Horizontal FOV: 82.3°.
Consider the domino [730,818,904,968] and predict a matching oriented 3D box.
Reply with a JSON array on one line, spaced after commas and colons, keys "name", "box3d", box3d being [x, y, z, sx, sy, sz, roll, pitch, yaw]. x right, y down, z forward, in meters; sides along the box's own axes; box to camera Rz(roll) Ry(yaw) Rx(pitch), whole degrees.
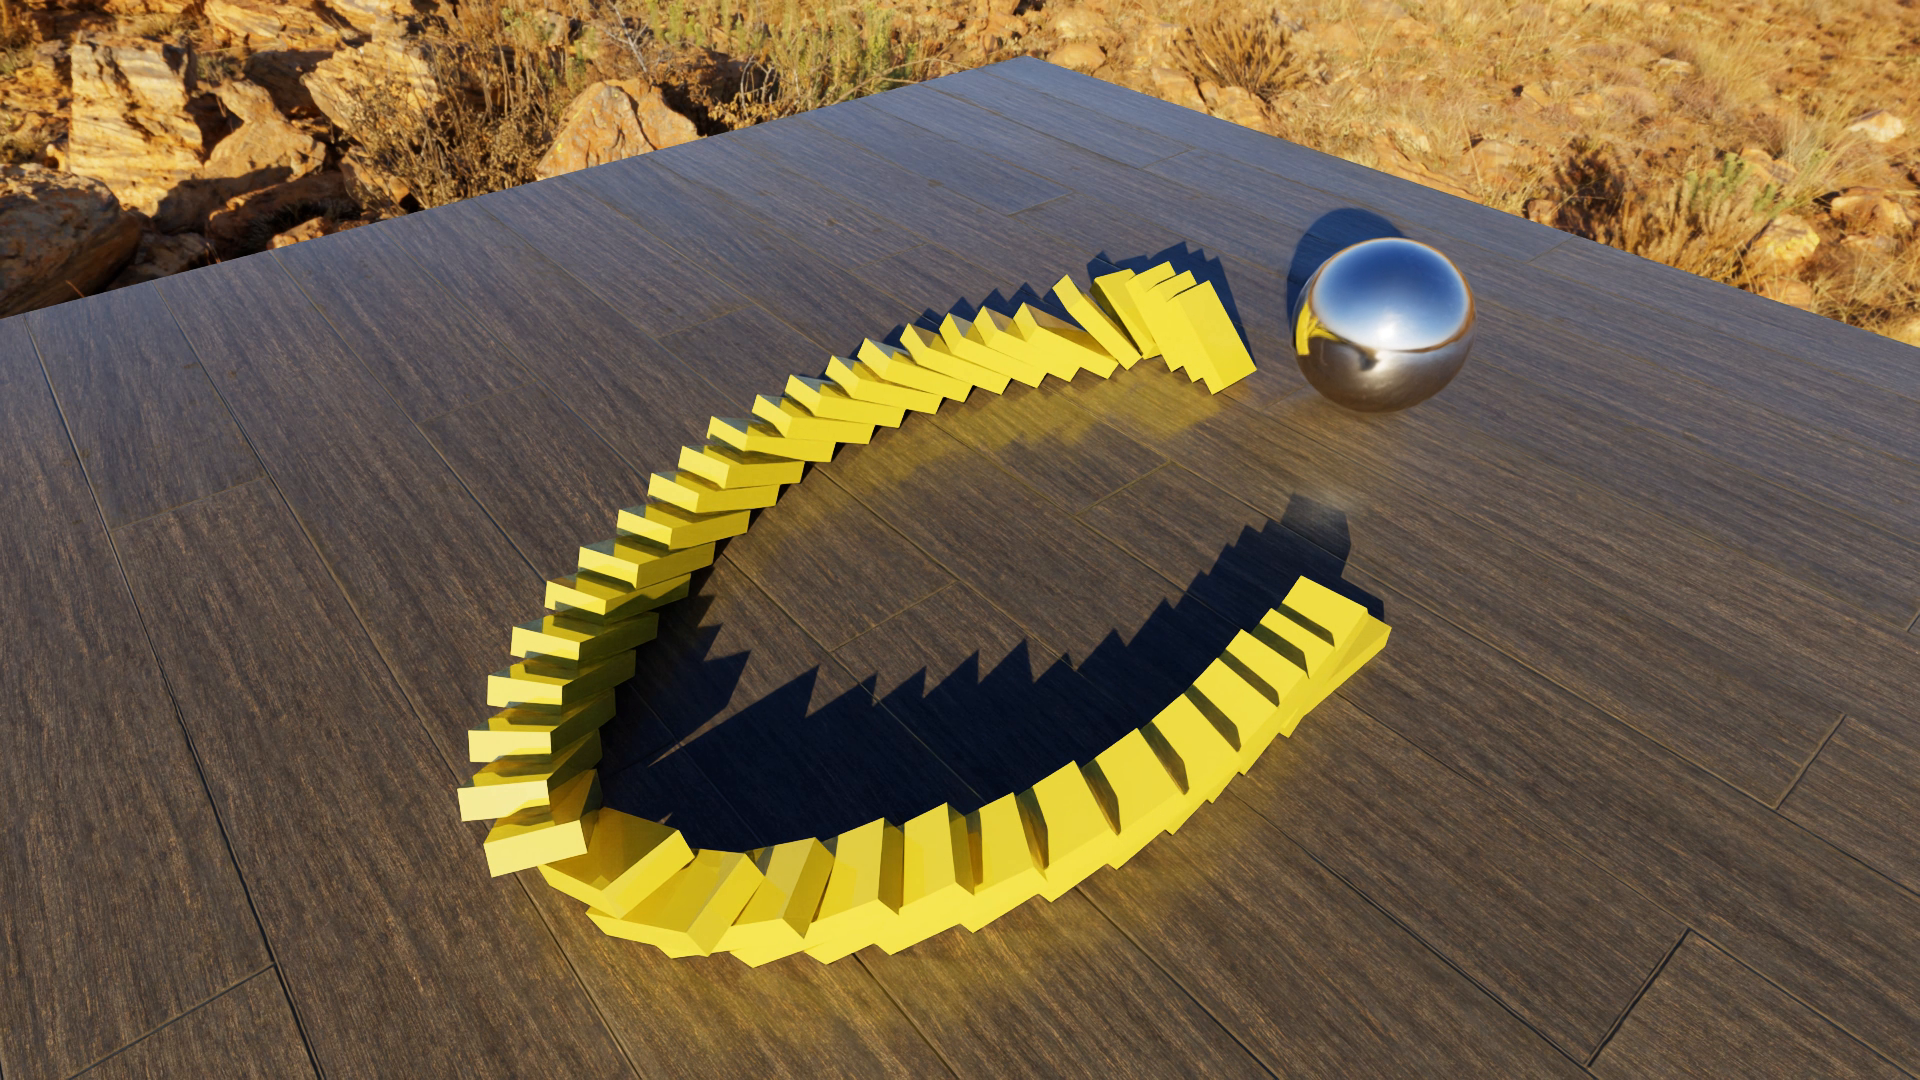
[{"name": "domino", "box3d": [-0.039, 0.097, 0.304, 0.050, 0.009, 0.025, -26, 35, 22]}]

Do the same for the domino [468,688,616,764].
[{"name": "domino", "box3d": [-0.132, 0.058, 0.352, 0.025, 0.009, 0.050, 0, 7, 4]}]

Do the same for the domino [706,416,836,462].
[{"name": "domino", "box3d": [-0.081, -0.044, 0.478, 0.025, 0.010, 0.050, 28, 19, 35]}]

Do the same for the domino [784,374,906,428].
[{"name": "domino", "box3d": [-0.052, -0.063, 0.502, 0.050, 0.010, 0.025, 2, 26, -47]}]

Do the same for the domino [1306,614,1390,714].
[{"name": "domino", "box3d": [0.129, 0.040, 0.395, 0.050, 0.010, 0.025, -30, 48, -31]}]

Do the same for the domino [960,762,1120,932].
[{"name": "domino", "box3d": [0.019, 0.088, 0.318, 0.050, 0.009, 0.025, -33, 43, 4]}]

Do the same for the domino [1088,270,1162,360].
[{"name": "domino", "box3d": [0.092, -0.118, 0.571, 0.025, 0.010, 0.050, -22, 66, -31]}]

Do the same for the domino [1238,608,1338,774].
[{"name": "domino", "box3d": [0.099, 0.050, 0.364, 0.025, 0.010, 0.050, 36, 80, 35]}]

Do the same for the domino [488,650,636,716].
[{"name": "domino", "box3d": [-0.132, 0.045, 0.368, 0.025, 0.010, 0.050, 7, 8, 9]}]

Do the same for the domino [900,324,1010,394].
[{"name": "domino", "box3d": [-0.002, -0.087, 0.531, 0.050, 0.009, 0.025, 14, 29, -34]}]

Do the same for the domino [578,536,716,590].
[{"name": "domino", "box3d": [-0.118, 0.006, 0.418, 0.025, 0.010, 0.050, 15, 14, 17]}]

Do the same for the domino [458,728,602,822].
[{"name": "domino", "box3d": [-0.130, 0.071, 0.336, 0.025, 0.010, 0.050, -5, 7, -1]}]

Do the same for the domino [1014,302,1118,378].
[{"name": "domino", "box3d": [0.052, -0.099, 0.545, 0.050, 0.010, 0.025, 18, 31, -28]}]

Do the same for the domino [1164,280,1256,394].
[{"name": "domino", "box3d": [0.123, -0.100, 0.540, 0.025, 0.009, 0.050, -29, 92, -31]}]

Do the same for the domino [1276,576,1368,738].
[{"name": "domino", "box3d": [0.114, 0.039, 0.375, 0.025, 0.009, 0.050, 31, 77, 34]}]

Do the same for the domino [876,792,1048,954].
[{"name": "domino", "box3d": [-0.002, 0.094, 0.311, 0.050, 0.009, 0.025, -28, 40, 9]}]

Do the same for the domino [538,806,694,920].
[{"name": "domino", "box3d": [-0.099, 0.091, 0.313, 0.050, 0.009, 0.025, -5, 25, 49]}]

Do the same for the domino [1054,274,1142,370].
[{"name": "domino", "box3d": [0.069, -0.109, 0.549, 0.010, 0.050, 0.025, -41, 38, 17]}]

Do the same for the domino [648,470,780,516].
[{"name": "domino", "box3d": [-0.100, -0.021, 0.451, 0.025, 0.010, 0.050, 22, 17, 25]}]

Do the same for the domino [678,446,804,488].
[{"name": "domino", "box3d": [-0.091, -0.031, 0.462, 0.025, 0.010, 0.050, 22, 15, 25]}]

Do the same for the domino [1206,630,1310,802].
[{"name": "domino", "box3d": [0.086, 0.056, 0.354, 0.025, 0.010, 0.050, 37, 84, 36]}]

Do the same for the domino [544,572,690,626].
[{"name": "domino", "box3d": [-0.125, 0.018, 0.404, 0.025, 0.009, 0.050, 16, 14, 18]}]

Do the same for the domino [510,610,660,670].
[{"name": "domino", "box3d": [-0.130, 0.032, 0.385, 0.025, 0.010, 0.050, 11, 10, 13]}]

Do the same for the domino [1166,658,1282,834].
[{"name": "domino", "box3d": [0.074, 0.064, 0.344, 0.050, 0.010, 0.025, -46, 54, -2]}]

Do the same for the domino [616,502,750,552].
[{"name": "domino", "box3d": [-0.109, -0.007, 0.436, 0.025, 0.010, 0.050, 18, 16, 21]}]

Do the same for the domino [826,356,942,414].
[{"name": "domino", "box3d": [-0.035, -0.072, 0.513, 0.050, 0.010, 0.025, 5, 28, -43]}]

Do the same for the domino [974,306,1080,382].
[{"name": "domino", "box3d": [0.033, -0.096, 0.541, 0.050, 0.009, 0.025, 18, 30, -29]}]

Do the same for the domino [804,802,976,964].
[{"name": "domino", "box3d": [-0.021, 0.096, 0.306, 0.050, 0.010, 0.025, -30, 38, 17]}]

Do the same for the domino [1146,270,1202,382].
[{"name": "domino", "box3d": [0.115, -0.107, 0.548, 0.025, 0.009, 0.050, -29, 92, -31]}]

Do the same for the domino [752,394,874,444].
[{"name": "domino", "box3d": [-0.065, -0.054, 0.491, 0.025, 0.009, 0.050, 34, 22, 34]}]

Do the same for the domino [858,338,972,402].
[{"name": "domino", "box3d": [-0.021, -0.080, 0.521, 0.050, 0.009, 0.025, 10, 25, -41]}]

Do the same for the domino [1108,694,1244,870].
[{"name": "domino", "box3d": [0.058, 0.073, 0.334, 0.050, 0.010, 0.025, -41, 49, 2]}]

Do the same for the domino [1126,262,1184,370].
[{"name": "domino", "box3d": [0.106, -0.113, 0.556, 0.025, 0.010, 0.050, -29, 92, -31]}]

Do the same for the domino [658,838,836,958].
[{"name": "domino", "box3d": [-0.060, 0.099, 0.303, 0.050, 0.010, 0.025, -19, 31, 30]}]

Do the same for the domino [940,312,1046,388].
[{"name": "domino", "box3d": [0.016, -0.093, 0.537, 0.050, 0.010, 0.025, 17, 31, -30]}]

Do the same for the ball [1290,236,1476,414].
[{"name": "ball", "box3d": [0.195, -0.099, 0.508, 0.080, 0.080, 0.080, 0, 39, 0]}]

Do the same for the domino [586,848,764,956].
[{"name": "domino", "box3d": [-0.079, 0.098, 0.303, 0.050, 0.009, 0.025, -10, 32, 42]}]

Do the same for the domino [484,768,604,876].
[{"name": "domino", "box3d": [-0.121, 0.082, 0.323, 0.025, 0.010, 0.050, -12, 7, -12]}]

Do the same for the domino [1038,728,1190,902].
[{"name": "domino", "box3d": [0.040, 0.081, 0.325, 0.050, 0.010, 0.025, -37, 44, 5]}]
